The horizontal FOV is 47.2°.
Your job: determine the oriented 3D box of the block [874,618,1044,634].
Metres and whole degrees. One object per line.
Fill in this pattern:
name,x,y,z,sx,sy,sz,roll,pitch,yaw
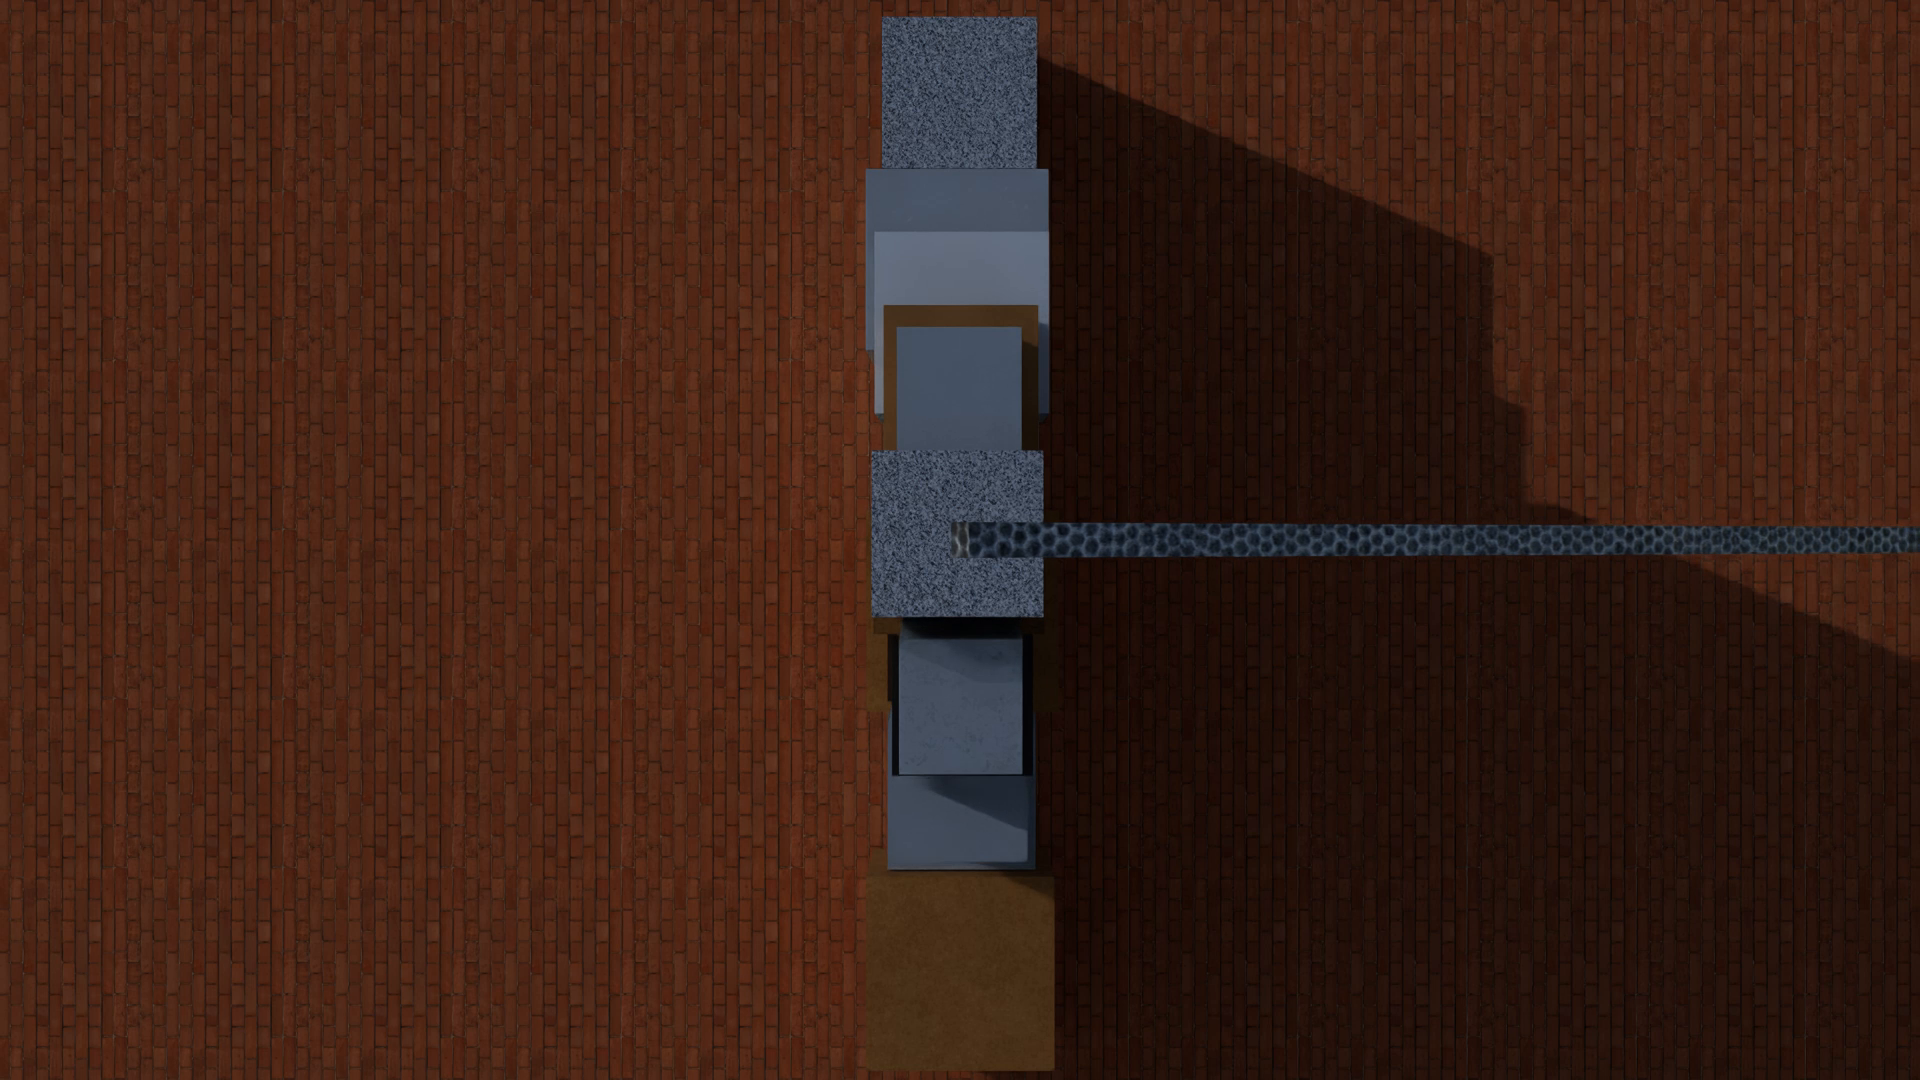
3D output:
block,-0.005,0.032,10.838,0.809,0.855,0.828,0,90,0

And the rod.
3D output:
rod,2.212,0.000,6.308,5.200,0.080,0.080,0,90,-32

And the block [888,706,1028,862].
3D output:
block,-0.010,1.238,11.575,0.708,0.847,0.723,0,95,0

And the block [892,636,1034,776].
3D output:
block,0.013,0.828,10.807,0.672,0.643,0.661,0,83,0

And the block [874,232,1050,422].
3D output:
block,0.010,-1.101,11.552,0.883,0.841,0.920,0,90,0

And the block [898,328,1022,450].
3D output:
block,-0.003,-0.678,10.162,0.559,0.586,0.556,0,90,0

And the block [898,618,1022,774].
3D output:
block,0.003,0.703,10.094,0.548,0.681,0.609,0,97,0

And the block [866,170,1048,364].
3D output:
block,-0.016,-1.536,12.520,1.001,0.960,0.991,0,90,0

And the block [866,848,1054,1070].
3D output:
block,0.002,2.350,12.458,1.021,1.084,1.052,0,90,0

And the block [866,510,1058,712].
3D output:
block,0.014,0.387,12.486,1.050,1.028,1.095,0,90,0

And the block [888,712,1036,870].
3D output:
block,0.008,1.379,12.550,0.815,0.900,0.870,0,90,0

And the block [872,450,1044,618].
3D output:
block,-0.011,-0.027,9.990,0.749,0.841,0.726,0,90,0

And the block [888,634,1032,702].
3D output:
block,-0.001,0.497,11.635,0.743,0.675,0.662,0,90,0

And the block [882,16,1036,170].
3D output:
block,-0.003,-2.459,12.544,0.852,0.912,0.835,0,90,0

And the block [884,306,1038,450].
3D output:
block,0.005,-0.755,10.793,0.737,0.677,0.725,0,90,0
